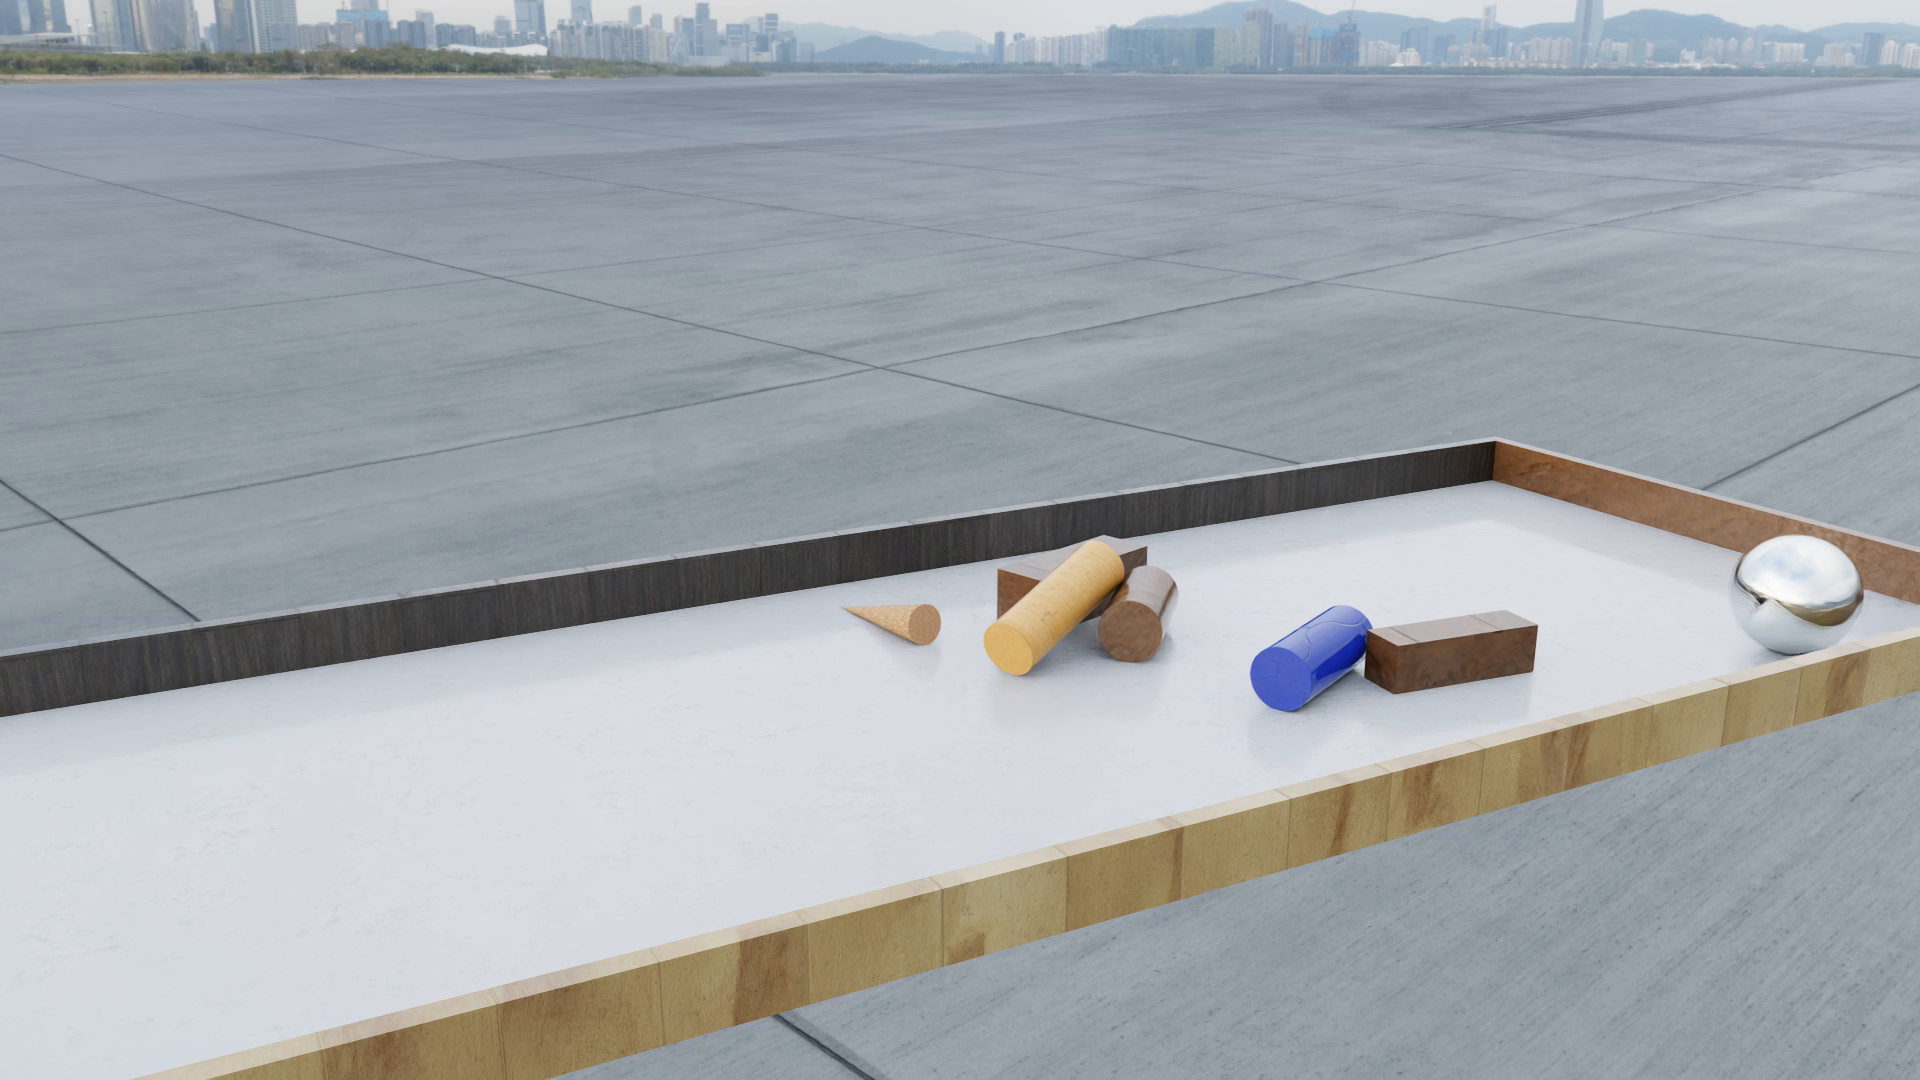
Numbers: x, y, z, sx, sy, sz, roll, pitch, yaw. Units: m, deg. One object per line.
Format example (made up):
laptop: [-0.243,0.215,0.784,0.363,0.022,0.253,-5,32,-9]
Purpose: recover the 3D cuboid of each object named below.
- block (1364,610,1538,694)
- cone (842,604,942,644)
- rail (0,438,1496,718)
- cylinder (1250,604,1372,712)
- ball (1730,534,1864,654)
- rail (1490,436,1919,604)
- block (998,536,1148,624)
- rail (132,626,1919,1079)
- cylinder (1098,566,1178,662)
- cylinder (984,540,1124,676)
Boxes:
block: [1.243,0.281,4.173,0.425,0.127,0.127,-6,18,-21]
cone: [-0.217,0.208,4.549,0.110,0.110,0.398,-13,13,-37]
rail: [-3.305,0.497,3.399,12.000,0.150,0.050,-9,18,-27]
cylinder: [0.878,0.288,4.090,0.160,0.160,0.385,11,20,34]
ball: [2.186,0.142,4.316,0.314,0.314,0.314,0,16,0]
rail: [2.466,-0.048,5.253,0.050,0.150,2.100,-9,18,-27]
block: [0.320,0.125,4.643,0.162,0.162,0.458,15,22,42]
rail: [-2.336,1.006,1.665,12.000,0.150,0.050,-9,18,-27]
cylinder: [0.479,0.194,4.398,0.168,0.168,0.319,4,17,14]
cylinder: [0.251,0.172,4.312,0.149,0.149,0.456,12,34,35]
